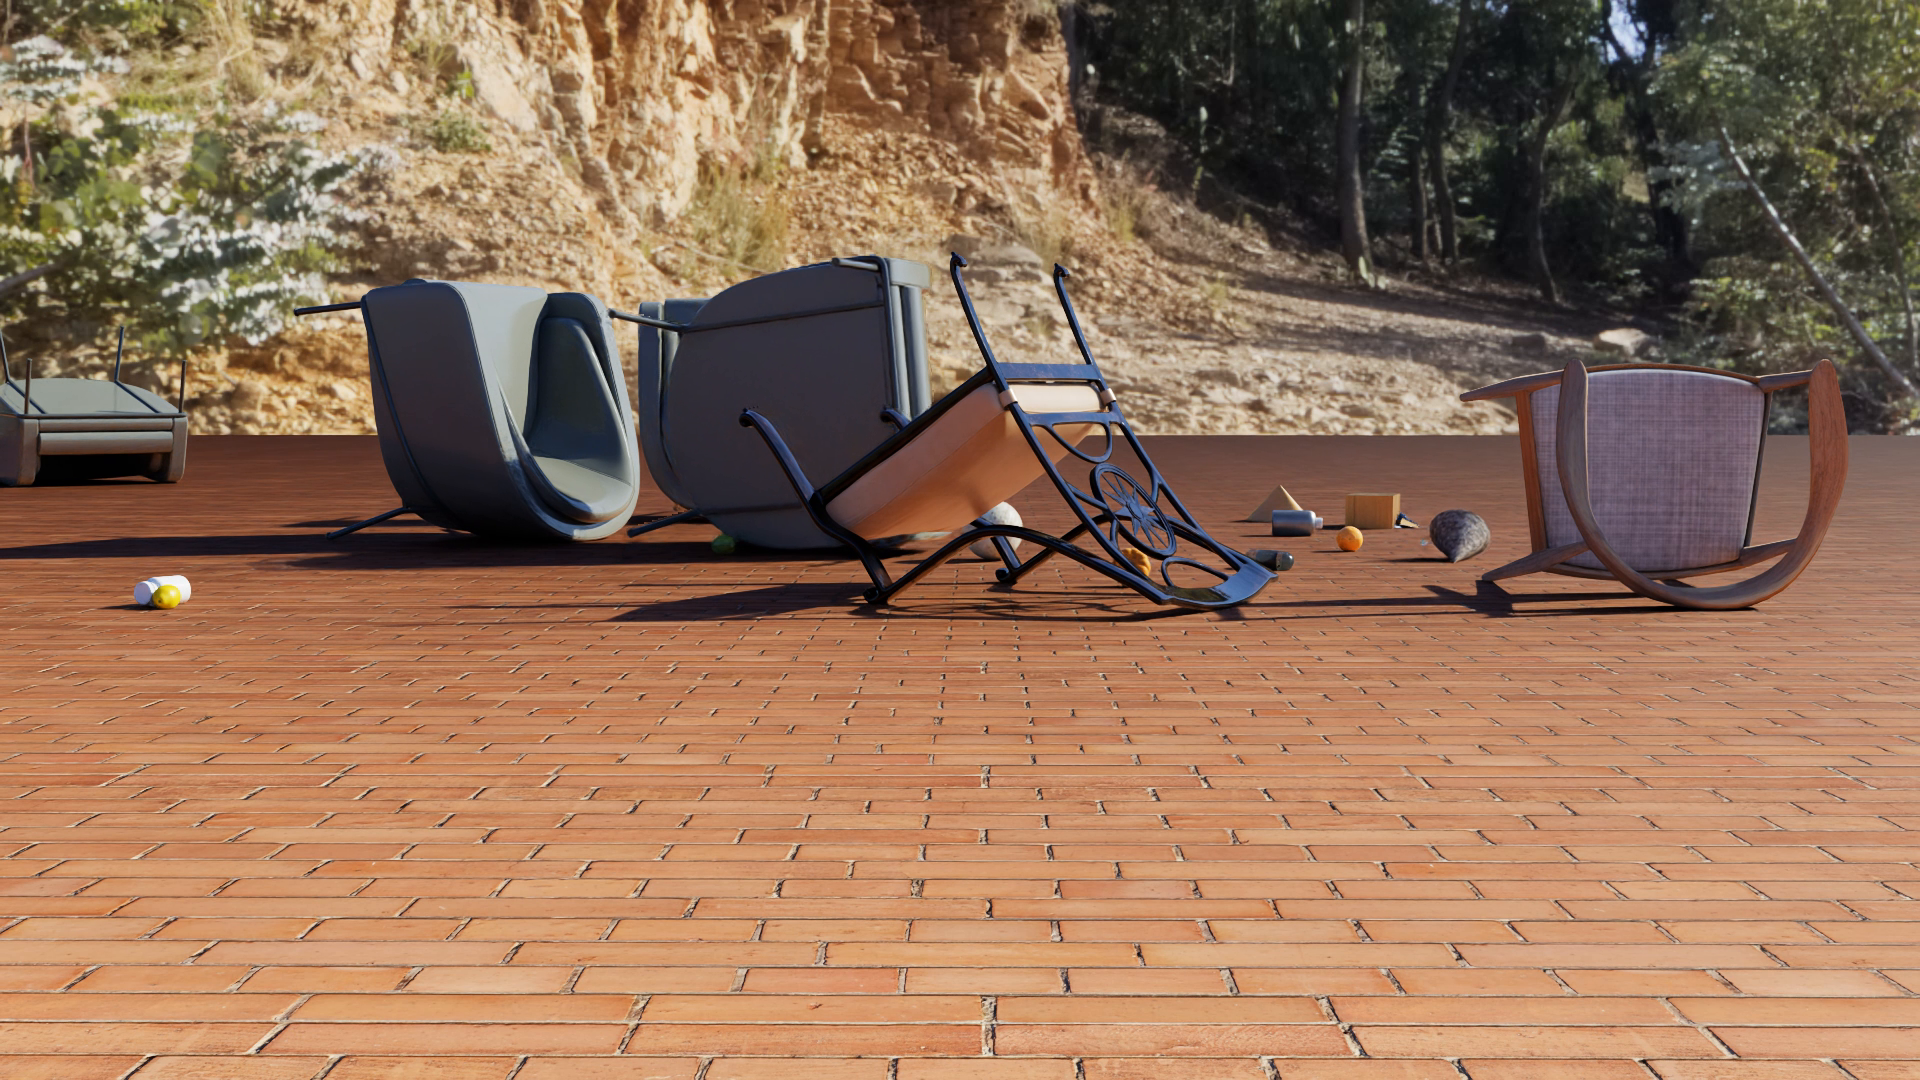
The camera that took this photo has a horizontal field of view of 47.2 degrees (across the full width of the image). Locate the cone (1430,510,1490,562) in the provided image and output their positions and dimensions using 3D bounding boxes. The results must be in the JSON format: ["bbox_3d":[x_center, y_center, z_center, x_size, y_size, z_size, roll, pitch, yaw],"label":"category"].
[{"bbox_3d":[1.299,0.021,5.749,0.159,0.147,0.151,22,34,5],"label":"cone"}]

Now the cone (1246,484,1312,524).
[{"bbox_3d":[1.087,-0.127,7.478,0.151,0.126,0.273,-3,5,-42],"label":"cone"}]

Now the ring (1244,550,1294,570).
[{"bbox_3d":[0.771,0.050,5.493,0.083,0.046,0.145,-2,5,-44],"label":"ring"}]

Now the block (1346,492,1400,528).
[{"bbox_3d":[1.347,-0.096,7.171,0.151,0.106,0.196,1,4,18],"label":"block"}]

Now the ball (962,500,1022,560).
[{"bbox_3d":[0.086,-0.026,5.776,0.159,0.159,0.159,0,4,0],"label":"ball"}]
